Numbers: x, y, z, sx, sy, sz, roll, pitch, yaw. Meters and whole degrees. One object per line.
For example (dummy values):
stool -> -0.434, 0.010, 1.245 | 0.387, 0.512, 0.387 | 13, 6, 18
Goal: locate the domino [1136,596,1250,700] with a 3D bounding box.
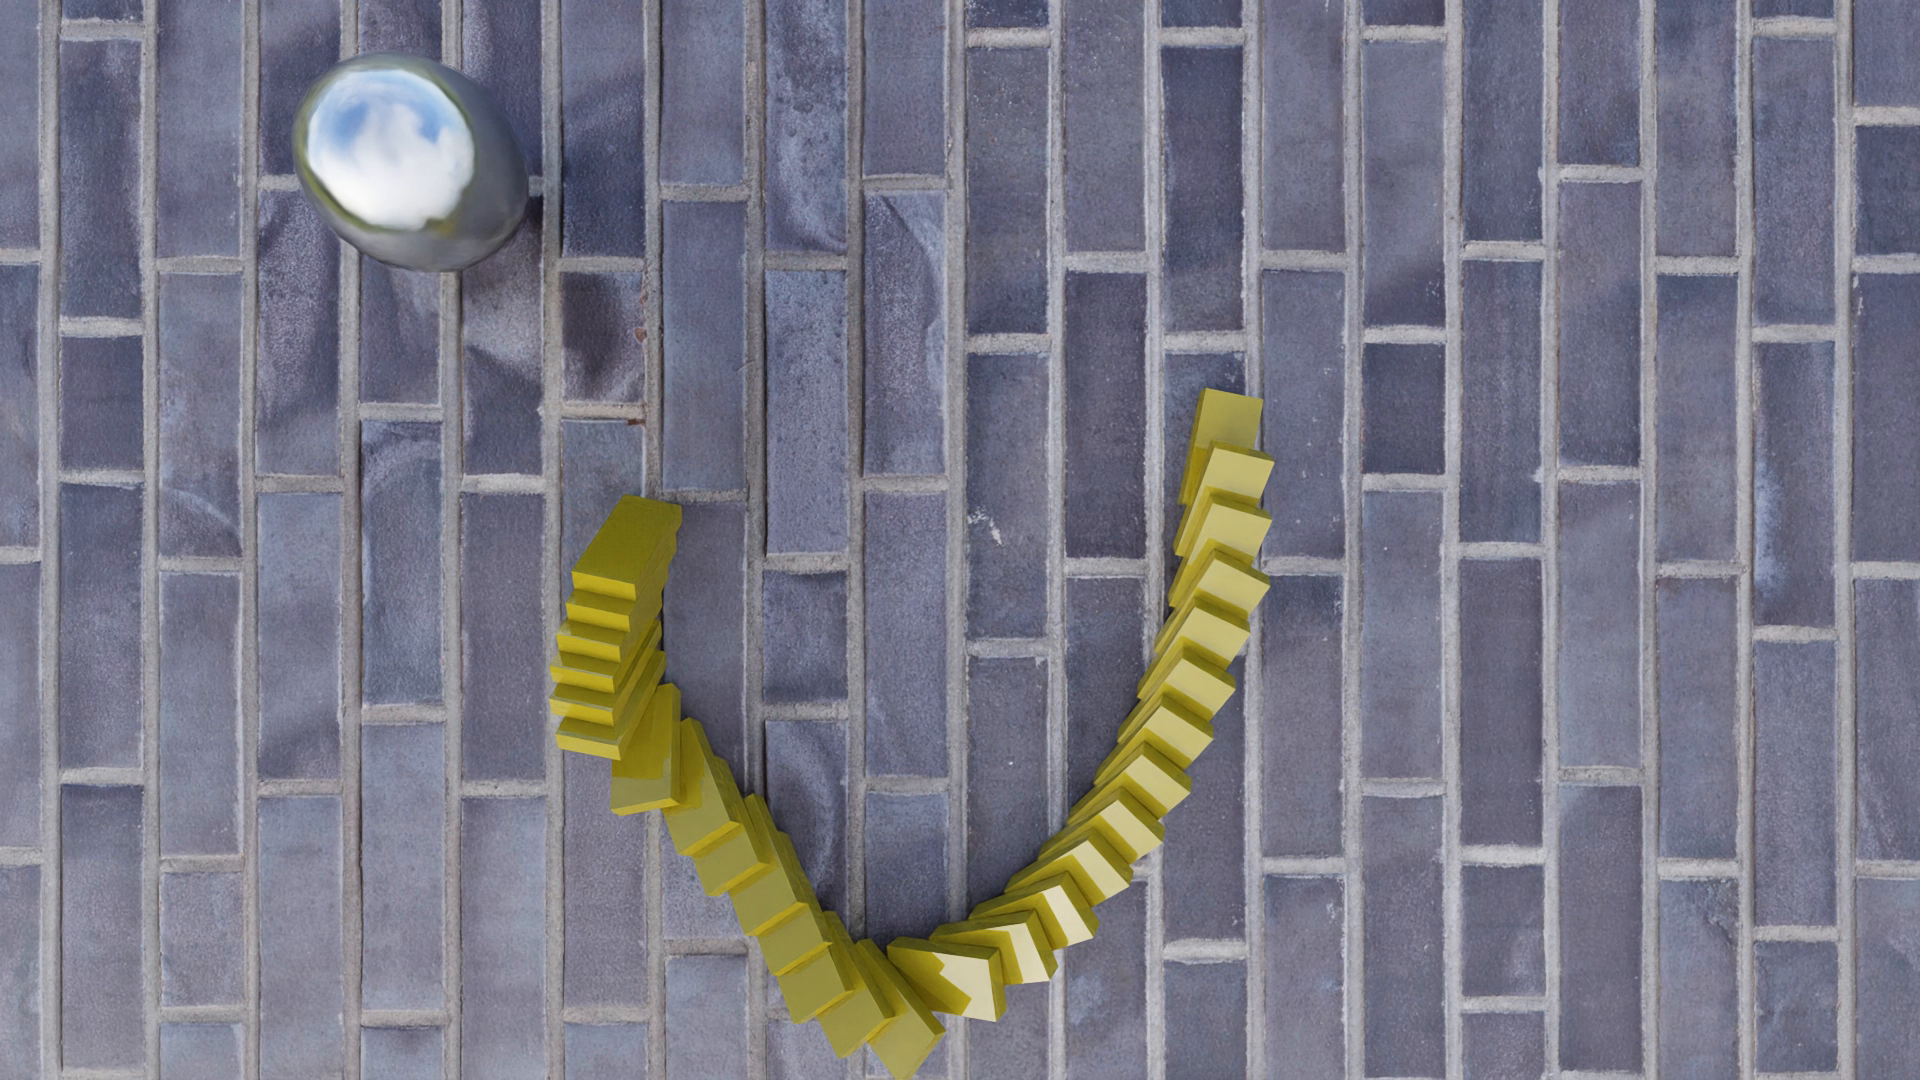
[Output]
domino -> 0.097, 0.050, 0.384 | 0.025, 0.010, 0.050 | 25, 117, 0

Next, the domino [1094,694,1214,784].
domino -> 0.081, 0.090, 0.384 | 0.025, 0.010, 0.050 | 33, 117, 0

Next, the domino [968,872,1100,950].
domino -> 0.030, 0.159, 0.384 | 0.050, 0.009, 0.025 | -32, 90, 29

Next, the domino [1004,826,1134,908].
domino -> 0.045, 0.143, 0.384 | 0.025, 0.009, 0.050 | 48, 118, 0

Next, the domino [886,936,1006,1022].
domino -> -0.006, 0.183, 0.383 | 0.050, 0.010, 0.025 | -8, 90, 31

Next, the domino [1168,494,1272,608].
domino -> 0.108, 0.008, 0.385 | 0.025, 0.010, 0.050 | 16, 117, 0

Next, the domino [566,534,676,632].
domino -> -0.138, 0.014, 0.378 | 0.025, 0.050, 0.009 | 12, 131, 0

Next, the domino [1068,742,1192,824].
domino -> 0.071, 0.109, 0.384 | 0.025, 0.009, 0.050 | 38, 118, 0

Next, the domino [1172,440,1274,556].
domino -> 0.110, -0.015, 0.384 | 0.025, 0.009, 0.050 | 13, 117, -1

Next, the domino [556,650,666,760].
domino -> -0.143, 0.065, 0.378 | 0.025, 0.050, 0.009 | 11, 131, 0

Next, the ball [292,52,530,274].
ball -> -0.213, -0.146, 0.360 | 0.080, 0.080, 0.080 | 0, 90, 0

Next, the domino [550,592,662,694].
domino -> -0.145, 0.039, 0.378 | 0.025, 0.050, 0.009 | 12, 131, 0

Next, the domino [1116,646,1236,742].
domino -> 0.090, 0.071, 0.384 | 0.025, 0.009, 0.050 | 30, 117, 0

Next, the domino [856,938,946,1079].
domino -> -0.032, 0.195, 0.382 | 0.050, 0.010, 0.025 | 38, 95, 32

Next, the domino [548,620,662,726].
domino -> -0.145, 0.052, 0.378 | 0.025, 0.050, 0.010 | 12, 131, 0

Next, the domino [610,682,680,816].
domino -> -0.131, 0.087, 0.382 | 0.025, 0.010, 0.050 | -11, 58, 2

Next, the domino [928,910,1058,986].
domino -> 0.013, 0.172, 0.383 | 0.050, 0.010, 0.025 | -23, 90, 30

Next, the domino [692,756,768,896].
domino -> -0.102, 0.119, 0.384 | 0.025, 0.009, 0.050 | -32, 62, 0

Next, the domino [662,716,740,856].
domino -> -0.113, 0.103, 0.384 | 0.025, 0.010, 0.050 | -32, 62, 0

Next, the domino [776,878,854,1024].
domino -> -0.066, 0.171, 0.383 | 0.025, 0.010, 0.050 | -34, 60, 3

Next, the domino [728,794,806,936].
domino -> -0.086, 0.135, 0.383 | 0.025, 0.009, 0.050 | -32, 60, 0

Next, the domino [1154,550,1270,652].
domino -> 0.105, 0.031, 0.384 | 0.025, 0.010, 0.050 | 26, 117, 0

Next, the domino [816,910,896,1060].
domino -> -0.051, 0.185, 0.383 | 0.025, 0.009, 0.050 | -42, 59, 2

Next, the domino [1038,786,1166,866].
domino -> 0.059, 0.127, 0.384 | 0.025, 0.009, 0.050 | 44, 118, 0

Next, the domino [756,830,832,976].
domino -> -0.075, 0.151, 0.383 | 0.025, 0.010, 0.050 | -32, 60, 0

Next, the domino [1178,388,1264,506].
domino -> 0.112, -0.038, 0.395 | 0.025, 0.010, 0.050 | 12, 90, 0

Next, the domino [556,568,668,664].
domino -> -0.142, 0.027, 0.378 | 0.025, 0.050, 0.010 | 12, 131, 0

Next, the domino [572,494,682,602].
domino -> -0.136, 0.002, 0.378 | 0.025, 0.050, 0.010 | 12, 131, 0
